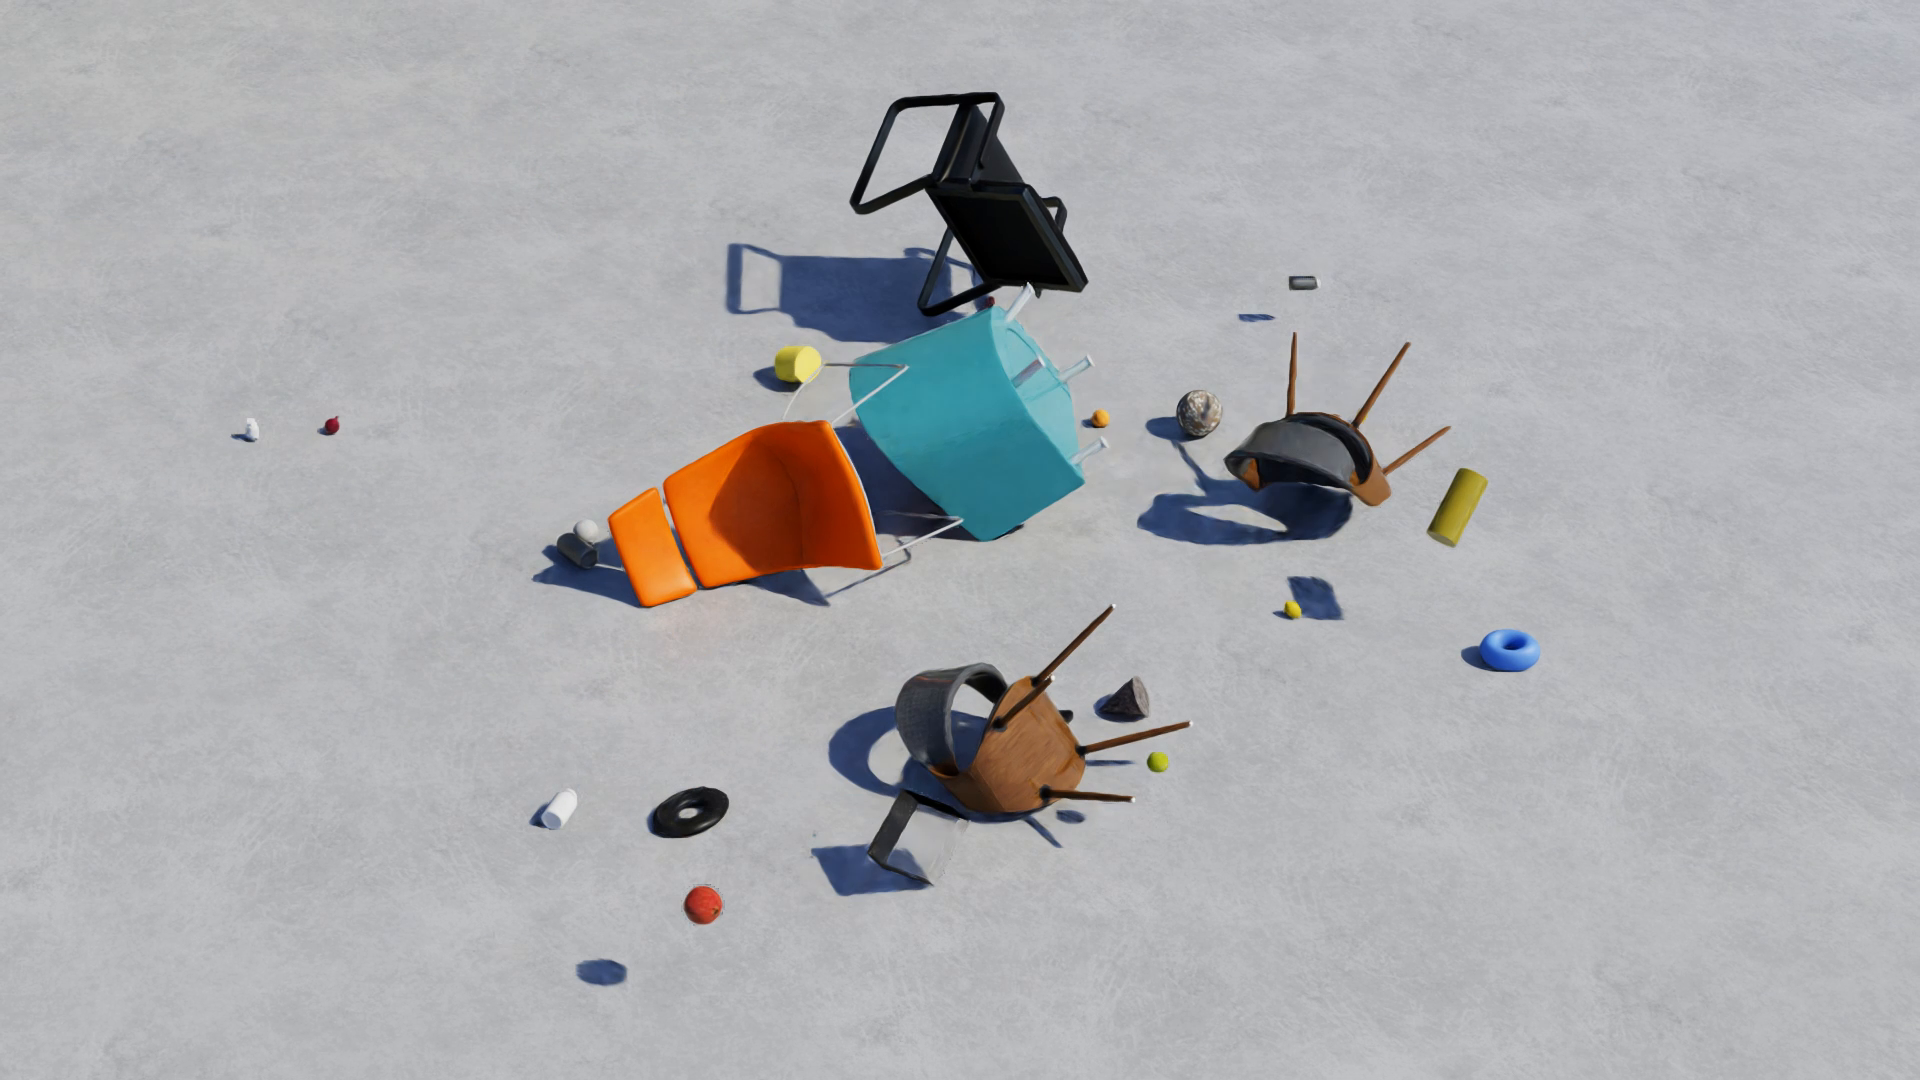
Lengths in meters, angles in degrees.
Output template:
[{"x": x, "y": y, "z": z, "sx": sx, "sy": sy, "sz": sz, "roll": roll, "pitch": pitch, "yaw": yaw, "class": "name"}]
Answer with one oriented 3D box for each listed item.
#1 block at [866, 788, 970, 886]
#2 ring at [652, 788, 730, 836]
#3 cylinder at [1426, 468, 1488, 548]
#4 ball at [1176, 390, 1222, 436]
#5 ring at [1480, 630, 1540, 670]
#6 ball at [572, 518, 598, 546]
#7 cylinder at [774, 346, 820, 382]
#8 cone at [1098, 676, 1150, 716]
[{"x": -0.131, "y": 0.936, "z": 9.221, "sx": 0.224, "sy": 0.236, "sz": 0.105, "roll": 25, "pitch": 7, "yaw": -38, "class": "block"}, {"x": -0.877, "y": 0.886, "z": 9.560, "sx": 0.276, "sy": 0.043, "sz": 0.201, "roll": -28, "pitch": 43, "yaw": -35, "class": "ring"}, {"x": 1.737, "y": -0.114, "z": 10.237, "sx": 0.116, "sy": 0.256, "sz": 0.113, "roll": 30, "pitch": -10, "yaw": -9, "class": "cylinder"}, {"x": 0.941, "y": -0.500, "z": 11.539, "sx": 0.182, "sy": 0.182, "sz": 0.182, "roll": 0, "pitch": 33, "yaw": 0, "class": "ball"}, {"x": 1.926, "y": 0.385, "z": 10.270, "sx": 0.210, "sy": 0.092, "sz": 0.153, "roll": 6, "pitch": 44, "yaw": 15, "class": "ring"}, {"x": -1.392, "y": -0.029, "z": 10.899, "sx": 0.099, "sy": 0.099, "sz": 0.099, "roll": 0, "pitch": 33, "yaw": 0, "class": "ball"}, {"x": -0.658, "y": -0.712, "z": 11.865, "sx": 0.136, "sy": 0.129, "sz": 0.147, "roll": 7, "pitch": 64, "yaw": 50, "class": "cylinder"}, {"x": 0.544, "y": 0.557, "z": 10.036, "sx": 0.165, "sy": 0.143, "sz": 0.186, "roll": -20, "pitch": 4, "yaw": 16, "class": "cone"}]
